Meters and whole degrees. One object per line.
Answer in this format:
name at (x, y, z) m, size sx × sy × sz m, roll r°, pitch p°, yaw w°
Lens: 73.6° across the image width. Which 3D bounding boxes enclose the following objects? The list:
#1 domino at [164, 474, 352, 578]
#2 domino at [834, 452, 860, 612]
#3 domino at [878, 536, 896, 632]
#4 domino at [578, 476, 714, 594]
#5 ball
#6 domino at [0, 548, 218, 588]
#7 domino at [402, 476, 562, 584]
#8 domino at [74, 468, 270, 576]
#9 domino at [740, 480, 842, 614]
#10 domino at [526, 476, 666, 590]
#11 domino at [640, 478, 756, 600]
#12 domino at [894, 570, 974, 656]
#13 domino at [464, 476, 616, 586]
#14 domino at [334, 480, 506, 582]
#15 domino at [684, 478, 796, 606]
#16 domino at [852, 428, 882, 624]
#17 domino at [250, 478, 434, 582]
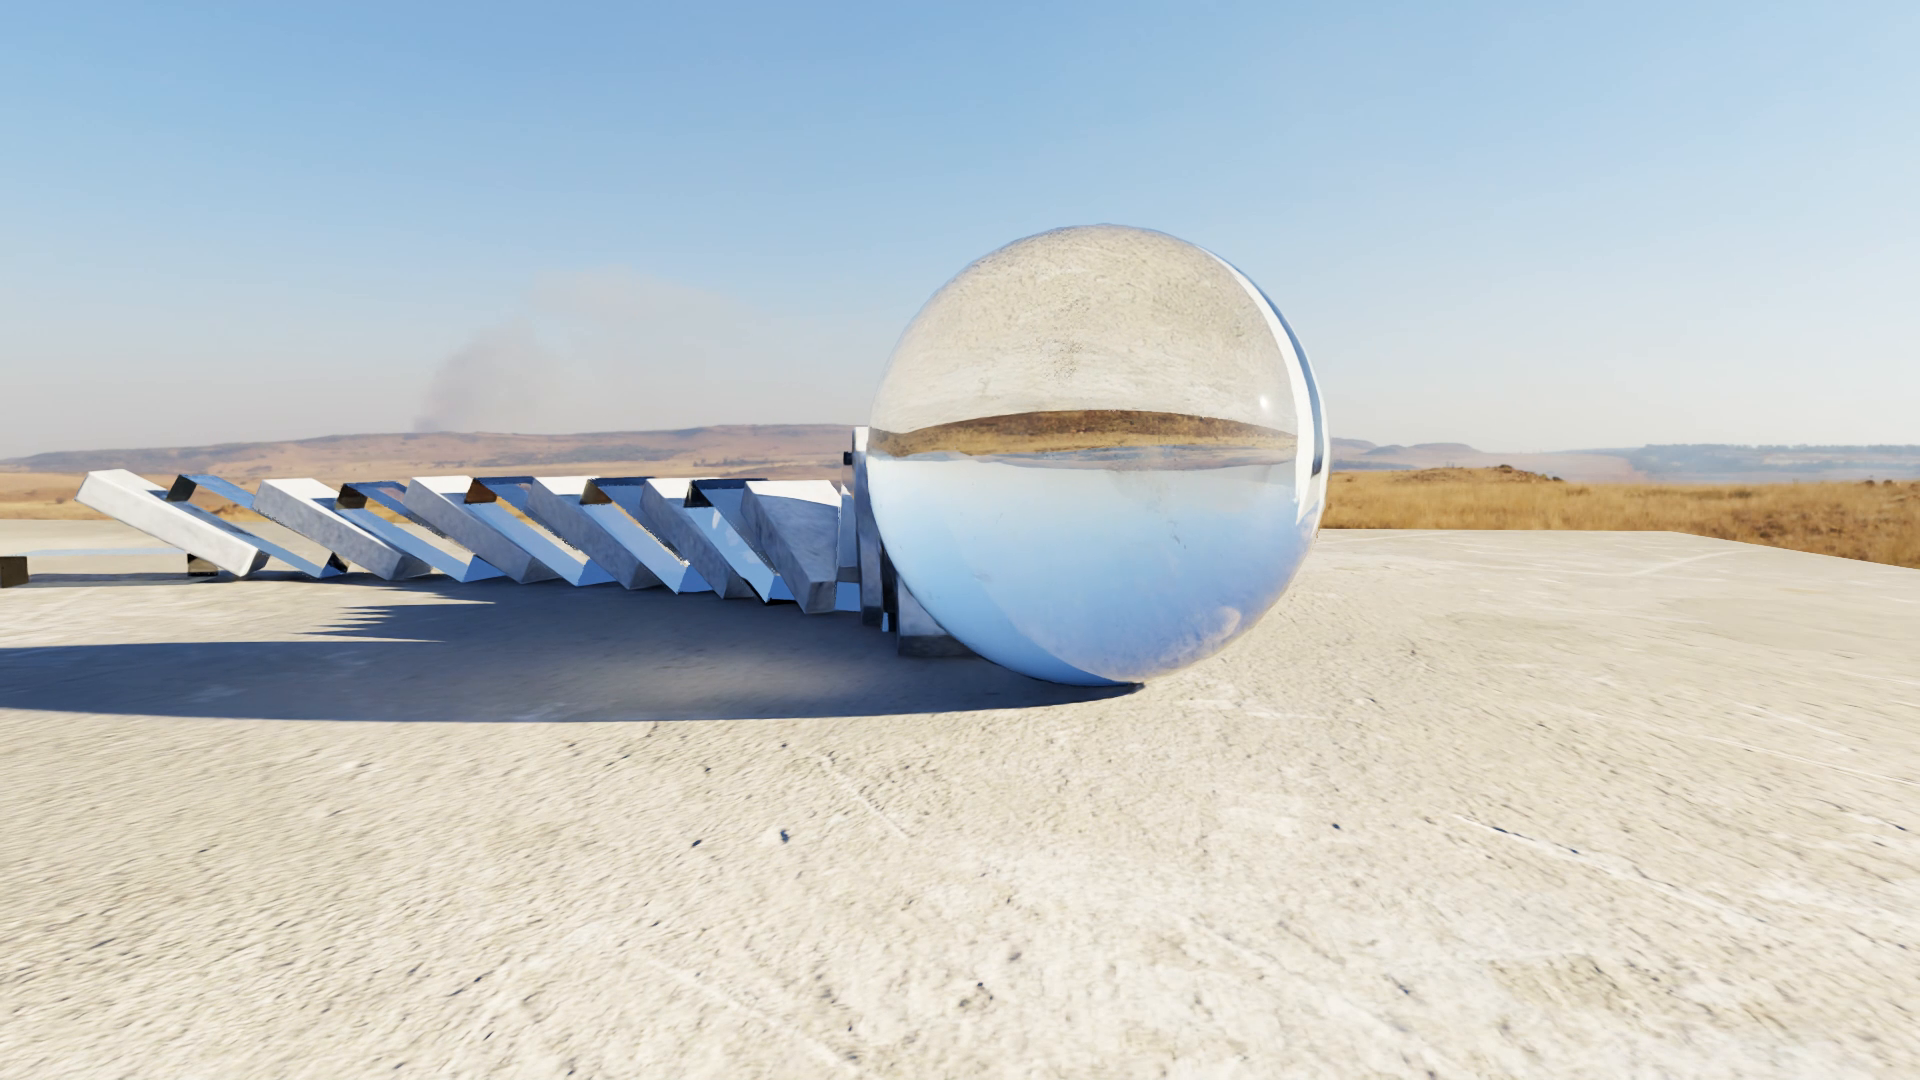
domino at (-0.220, -0.005, 0.407) m, size 0.050 × 0.010 × 0.025 m, roll 28°, pitch -2°, yaw -8°
domino at (-0.019, -0.002, 0.330) m, size 0.025 × 0.010 × 0.050 m, roll 4°, pitch 42°, yaw -7°
domino at (-0.006, -0.003, 0.301) m, size 0.025 × 0.050 × 0.010 m, roll -1°, pitch -30°, yaw -7°
domino at (-0.088, -0.002, 0.384) m, size 0.050 × 0.009 × 0.025 m, roll 36°, pitch 24°, yaw 29°
ball at (0.024, -0.014, 0.225) m, size 0.080 × 0.080 × 0.080 m, roll 0°, pitch 4°, yaw 0°
domino at (-0.260, 0.008, 0.394) m, size 0.050 × 0.010 × 0.025 m, roll -1°, pitch 4°, yaw -12°
domino at (-0.148, -0.004, 0.406) m, size 0.050 × 0.010 × 0.025 m, roll 31°, pitch 13°, yaw 14°
domino at (-0.242, -0.006, 0.398) m, size 0.050 × 0.010 × 0.025 m, roll 29°, pitch -2°, yaw -14°
domino at (-0.038, 0.001, 0.344) m, size 0.025 × 0.010 × 0.050 m, roll -3°, pitch 33°, yaw -31°
domino at (-0.107, -0.003, 0.394) m, size 0.050 × 0.009 × 0.025 m, roll 34°, pitch 21°, yaw 25°
domino at (-0.070, -0.002, 0.373) m, size 0.025 × 0.010 × 0.050 m, roll -4°, pitch 35°, yaw -44°
domino at (-0.001, -0.001, 0.267) m, size 0.025 × 0.050 × 0.010 m, roll -1°, pitch -30°, yaw -7°
domino at (-0.127, -0.004, 0.401) m, size 0.050 × 0.009 × 0.025 m, roll 32°, pitch 16°, yaw 19°
domino at (-0.170, -0.003, 0.409) m, size 0.050 × 0.010 × 0.025 m, roll 27°, pitch 10°, yaw 10°
domino at (-0.054, -0.001, 0.359) m, size 0.025 × 0.010 × 0.050 m, roll -4°, pitch 34°, yaw -40°
domino at (-0.013, -0.004, 0.312) m, size 0.025 × 0.050 × 0.010 m, roll -1°, pitch -30°, yaw -9°
domino at (-0.195, -0.004, 0.409) m, size 0.050 × 0.010 × 0.025 m, roll 28°, pitch 6°, yaw 3°
